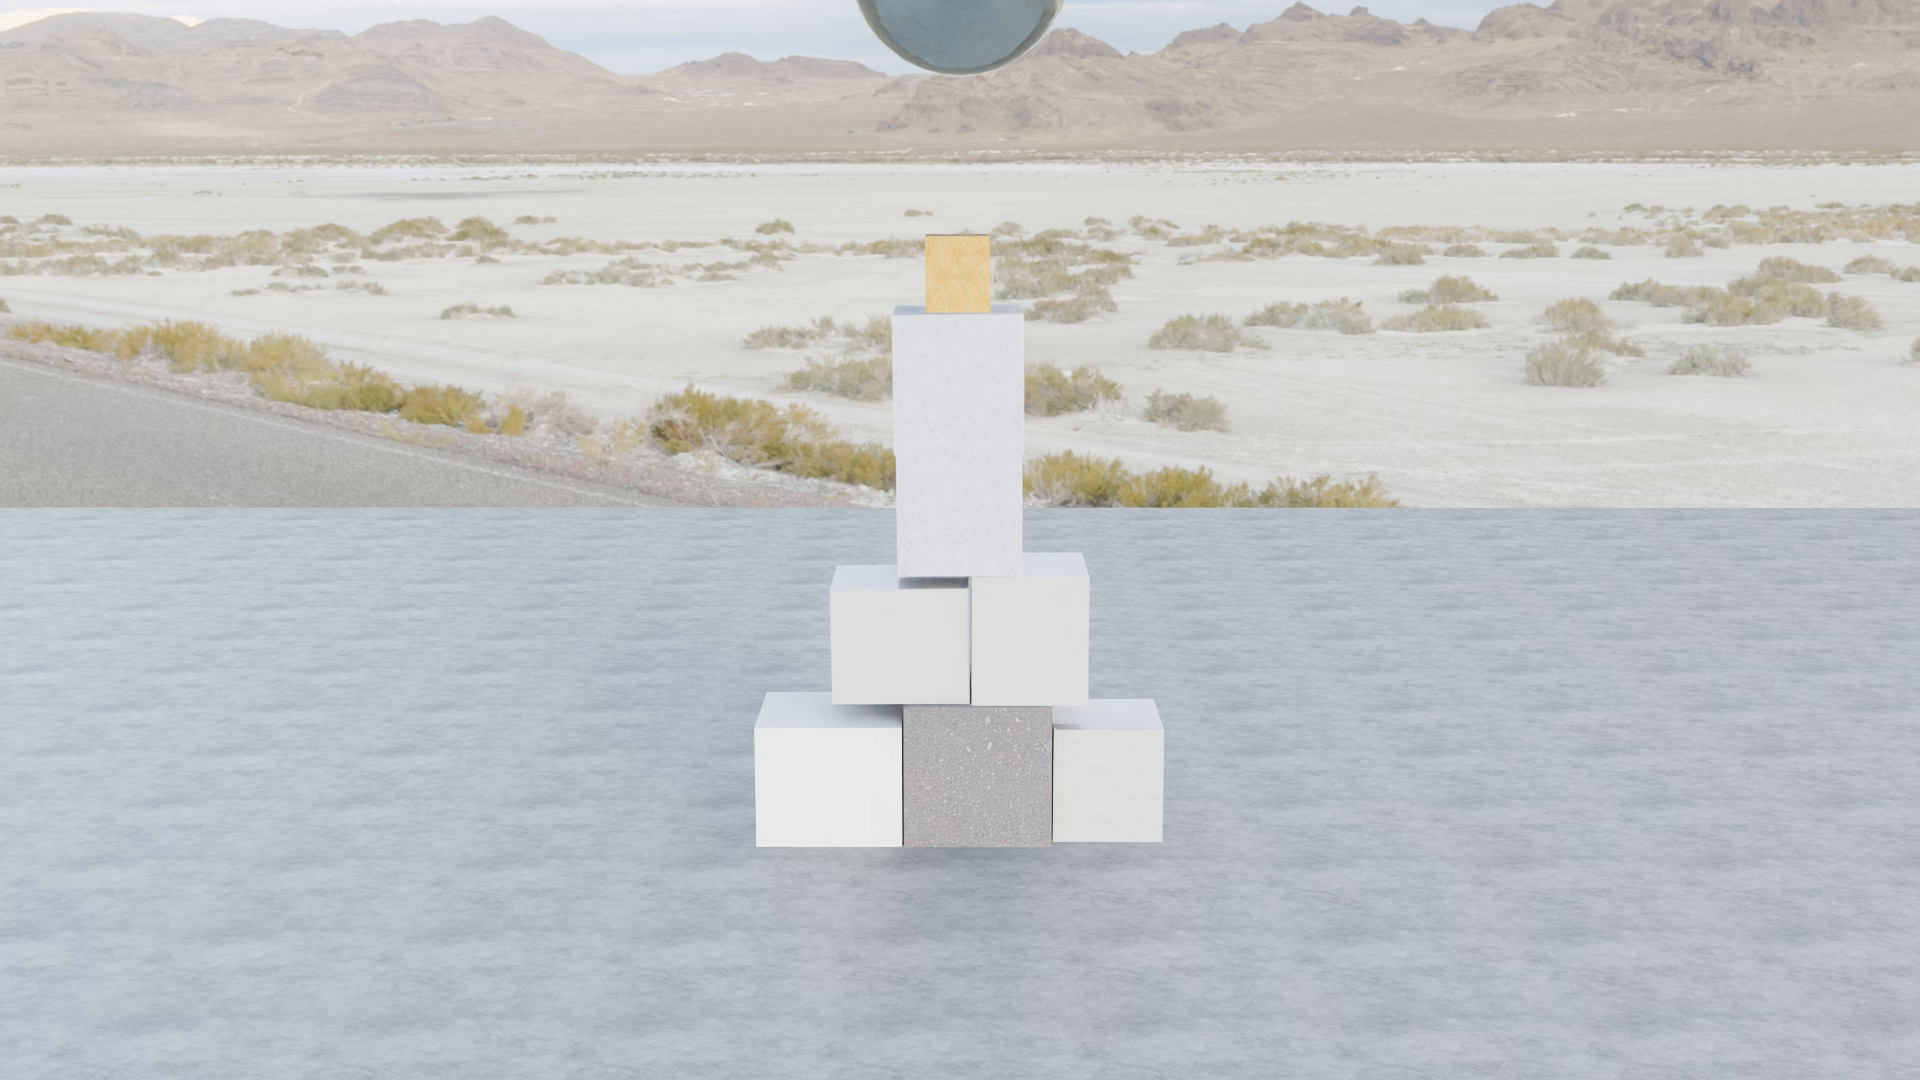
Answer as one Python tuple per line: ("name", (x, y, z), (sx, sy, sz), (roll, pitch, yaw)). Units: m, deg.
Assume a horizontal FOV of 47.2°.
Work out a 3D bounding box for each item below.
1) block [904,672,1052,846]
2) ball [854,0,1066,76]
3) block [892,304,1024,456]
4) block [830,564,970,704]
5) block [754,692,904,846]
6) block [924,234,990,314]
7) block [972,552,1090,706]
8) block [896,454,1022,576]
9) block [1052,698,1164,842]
("block", (0.090, 1.122, 11.374), (0.741, 0.724, 0.754), (0, 10, 0))
("ball", (0.000, -4.122, 15.670), (1.600, 1.600, 1.600), (0, 10, 0))
("block", (-0.007, -0.813, 11.051), (0.639, 0.686, 0.636), (0, 10, 0))
("block", (-0.298, 0.475, 11.270), (0.688, 0.585, 0.642), (-1, 10, 0))
("block", (-0.658, 1.176, 11.381), (0.735, 0.615, 0.736), (0, 10, 0))
("block", (-0.012, -1.328, 10.924), (0.317, 0.372, 0.319), (0, 10, 0))
("block", (0.349, 0.446, 11.242), (0.582, 0.652, 0.667), (0, 10, 0))
("block", (-0.002, -0.174, 11.146), (0.619, 0.605, 0.621), (0, 10, 0))
("block", (0.748, 1.187, 11.399), (0.556, 0.587, 0.622), (0, 10, 0))
